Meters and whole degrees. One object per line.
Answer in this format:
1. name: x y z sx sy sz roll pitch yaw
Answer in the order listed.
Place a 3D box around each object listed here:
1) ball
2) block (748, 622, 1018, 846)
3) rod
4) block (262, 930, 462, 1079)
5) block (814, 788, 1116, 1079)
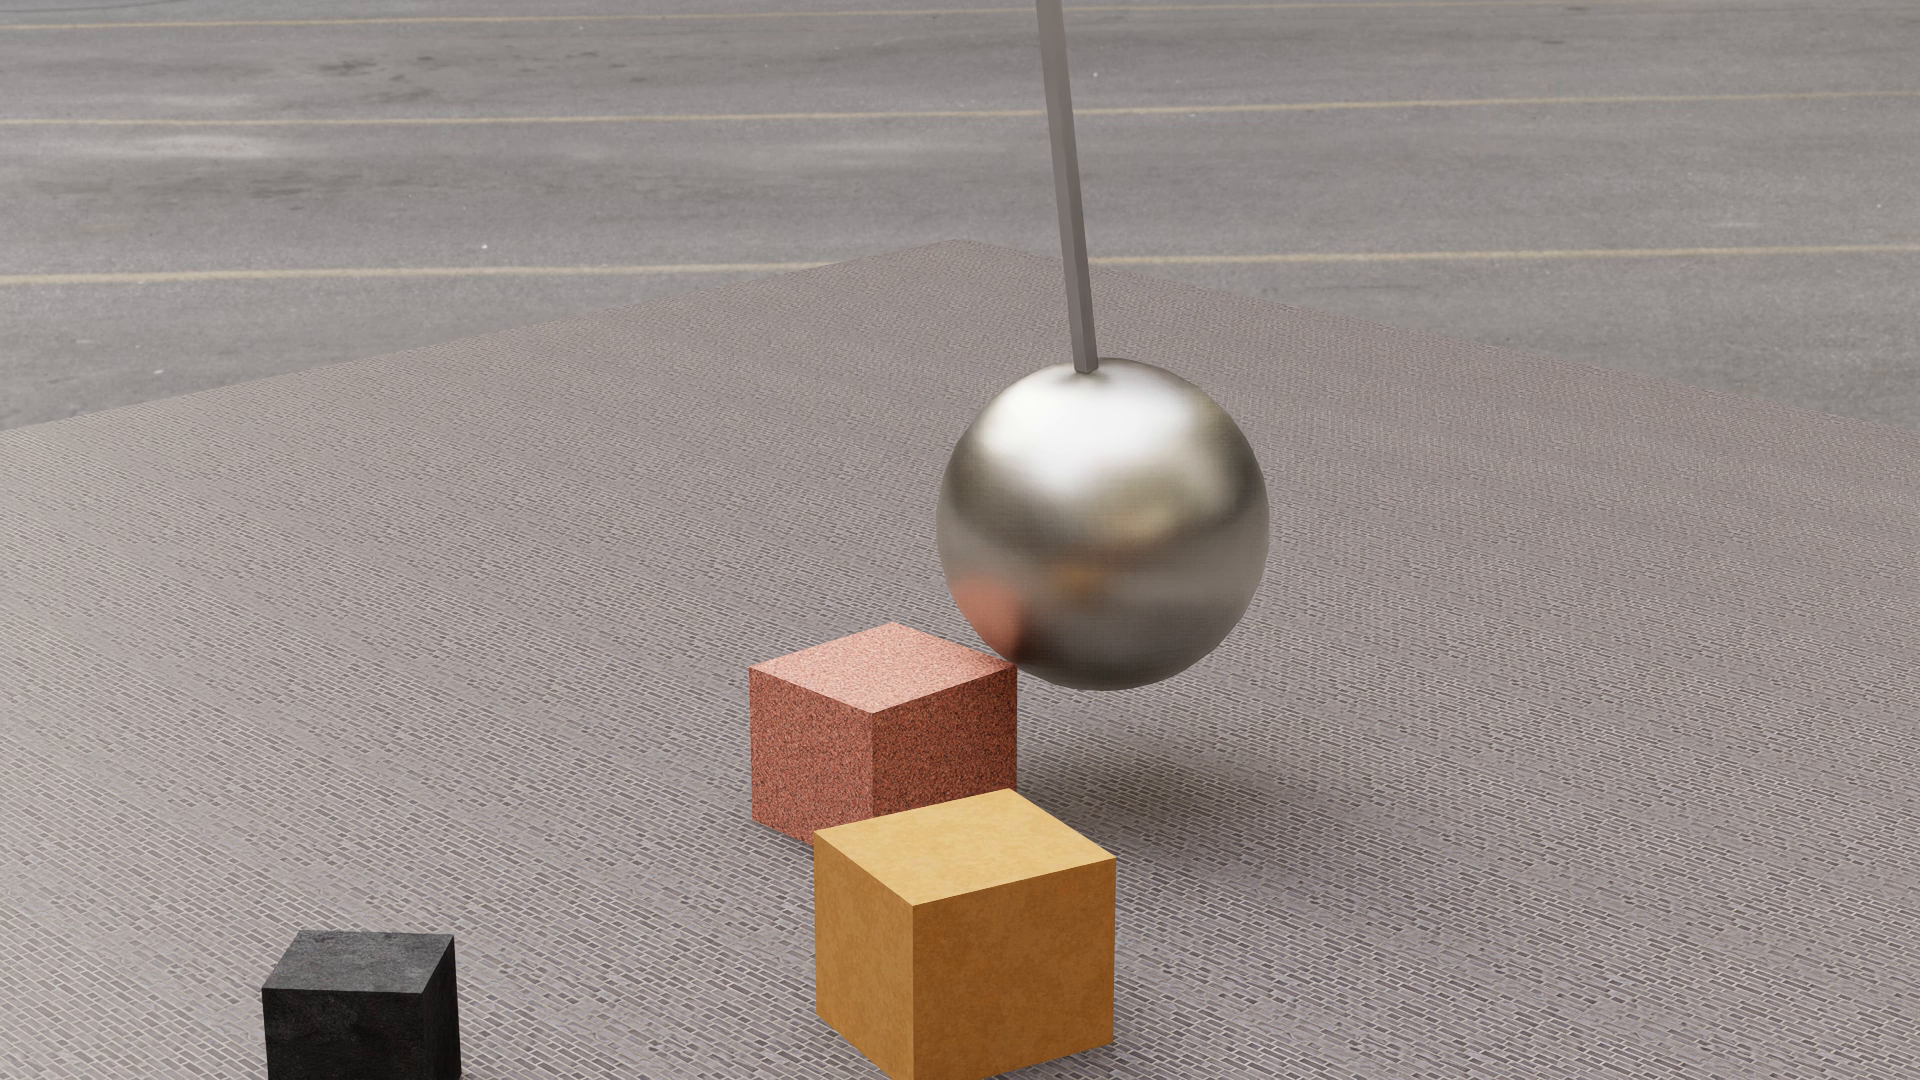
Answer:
1. ball: 0.683 -0.074 14.034 1.600 1.600 1.600 0 17 0
2. block: -0.363 0.966 13.969 0.930 0.780 0.863 -16 24 -41
3. rod: 0.296 -3.159 12.659 0.080 5.200 0.080 17 33 42
4. block: -2.297 1.896 11.306 0.611 0.603 0.514 1 17 4
5. block: 0.013 1.608 11.867 0.922 0.817 0.830 -10 20 -28
